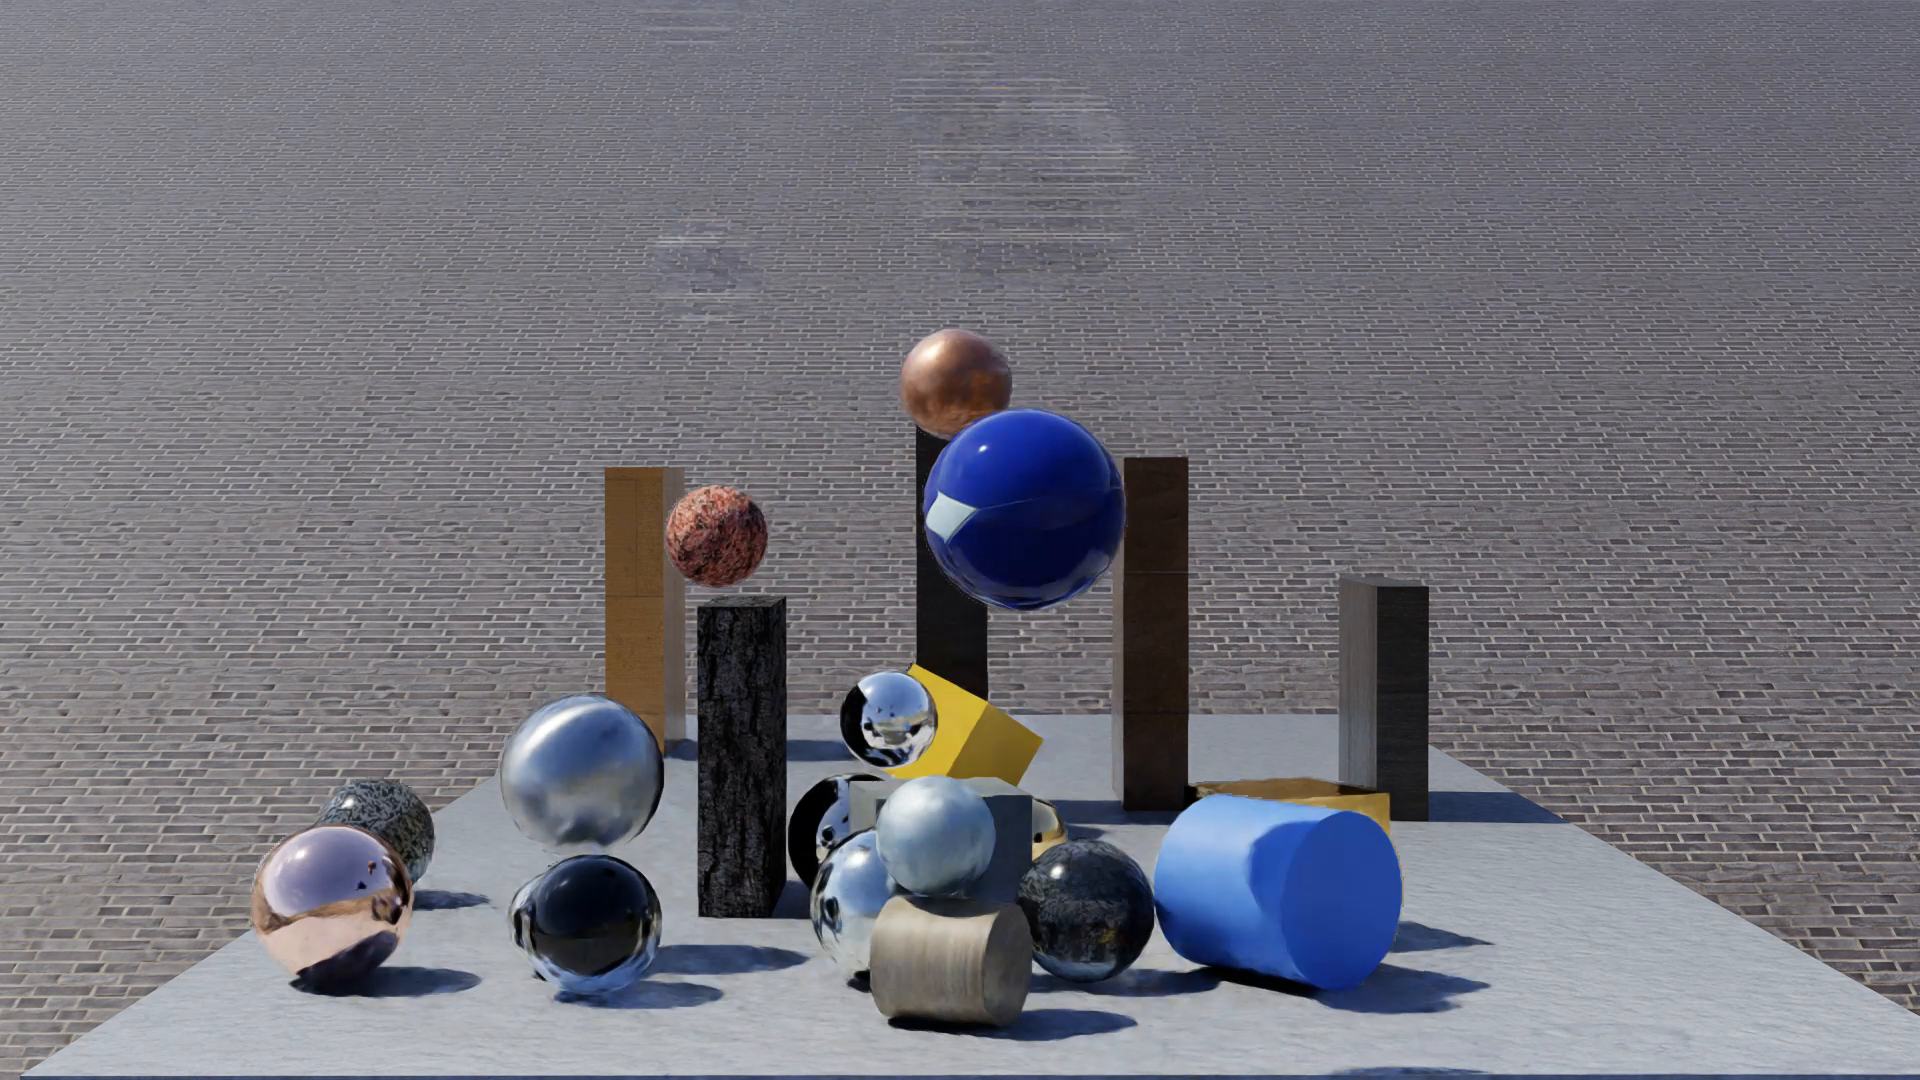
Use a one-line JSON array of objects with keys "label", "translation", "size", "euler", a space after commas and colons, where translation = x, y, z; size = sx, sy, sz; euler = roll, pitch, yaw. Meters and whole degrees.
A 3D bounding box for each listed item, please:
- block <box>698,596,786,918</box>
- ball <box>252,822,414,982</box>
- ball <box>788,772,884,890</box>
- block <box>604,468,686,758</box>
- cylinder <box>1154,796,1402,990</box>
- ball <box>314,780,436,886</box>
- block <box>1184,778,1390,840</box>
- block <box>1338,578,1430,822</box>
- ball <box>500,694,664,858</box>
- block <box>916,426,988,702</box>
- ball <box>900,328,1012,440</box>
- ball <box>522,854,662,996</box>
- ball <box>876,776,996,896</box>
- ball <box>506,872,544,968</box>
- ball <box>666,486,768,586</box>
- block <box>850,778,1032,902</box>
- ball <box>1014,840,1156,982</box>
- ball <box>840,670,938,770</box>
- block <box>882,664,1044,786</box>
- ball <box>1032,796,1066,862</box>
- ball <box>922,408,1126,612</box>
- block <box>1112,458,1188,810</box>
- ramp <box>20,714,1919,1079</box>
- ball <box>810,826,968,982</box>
[{"label": "block", "translation": [-0.307, 0.298, 3.667], "size": [0.099, 0.423, 0.329], "euler": [0, 1, 0]}, {"label": "ball", "translation": [-0.744, 0.430, 3.060], "size": [0.187, 0.187, 0.187], "euler": [0, 26, 0]}, {"label": "ball", "translation": [-0.149, 0.418, 3.610], "size": [0.186, 0.186, 0.186], "euler": [0, 26, 0]}, {"label": "block", "translation": [-0.696, 0.152, 5.737], "size": [0.124, 0.624, 0.443], "euler": [0, 1, 0]}, {"label": "cylinder", "translation": [0.379, 0.418, 3.080], "size": [0.208, 0.208, 0.208], "euler": [-22, 15, -38]}, {"label": "ball", "translation": [-0.830, 0.425, 3.655], "size": [0.171, 0.171, 0.171], "euler": [0, 26, 0]}, {"label": "block", "translation": [0.424, 0.420, 3.363], "size": [0.192, 0.192, 0.192], "euler": [-1, 1, -25]}, {"label": "block", "translation": [0.771, 0.281, 4.719], "size": [0.091, 0.410, 0.445], "euler": [0, 1, 0]}, {"label": "ball", "translation": [-0.471, 0.294, 3.216], "size": [0.204, 0.204, 0.204], "euler": [0, 26, 0]}, {"label": "block", "translation": [-0.015, 0.141, 4.653], "size": [0.124, 0.693, 0.320], "euler": [0, 1, 0]}, {"label": "ball", "translation": [-0.005, -0.179, 2.969], "size": [0.130, 0.130, 0.130], "euler": [0, 26, 0]}, {"label": "ball", "translation": [-0.425, 0.444, 2.981], "size": [0.162, 0.162, 0.162], "euler": [0, 26, 0]}, {"label": "ball", "translation": [-0.027, 0.325, 2.839], "size": [0.133, 0.133, 0.133], "euler": [0, 26, 0]}, {"label": "ball", "translation": [-0.484, 0.460, 3.111], "size": [0.124, 0.124, 0.124], "euler": [0, 26, 0]}, {"label": "ball", "translation": [-0.290, -0.005, 3.077], "size": [0.121, 0.121, 0.121], "euler": [0, 26, 0]}, {"label": "block", "translation": [-0.027, 0.418, 3.321], "size": [0.199, 0.199, 0.199], "euler": [0, 1, -12]}, {"label": "ball", "translation": [0.147, 0.439, 3.055], "size": [0.168, 0.168, 0.168], "euler": [0, 26, 0]}, {"label": "ball", "translation": [-0.100, 0.252, 3.618], "size": [0.139, 0.139, 0.139], "euler": [0, 26, 0]}, {"label": "block", "translation": [-0.013, 0.351, 4.359], "size": [0.181, 0.181, 0.181], "euler": [25, -8, 41]}, {"label": "ball", "translation": [0.097, 0.444, 3.859], "size": [0.122, 0.122, 0.122], "euler": [0, 26, 0]}, {"label": "ball", "translation": [0.064, -0.030, 2.544], "size": [0.201, 0.201, 0.201], "euler": [0, 26, 0]}, {"label": "block", "translation": [0.352, 0.166, 4.812], "size": [0.116, 0.636, 0.350], "euler": [0, 1, 0]}, {"label": "ramp", "translation": [0.060, 0.539, 4.575], "size": [2.000, 0.100, 4.000], "euler": [0, 1, 0]}, {"label": "ball", "translation": [-0.085, 0.430, 3.049], "size": [0.186, 0.186, 0.186], "euler": [0, 26, 0]}]
